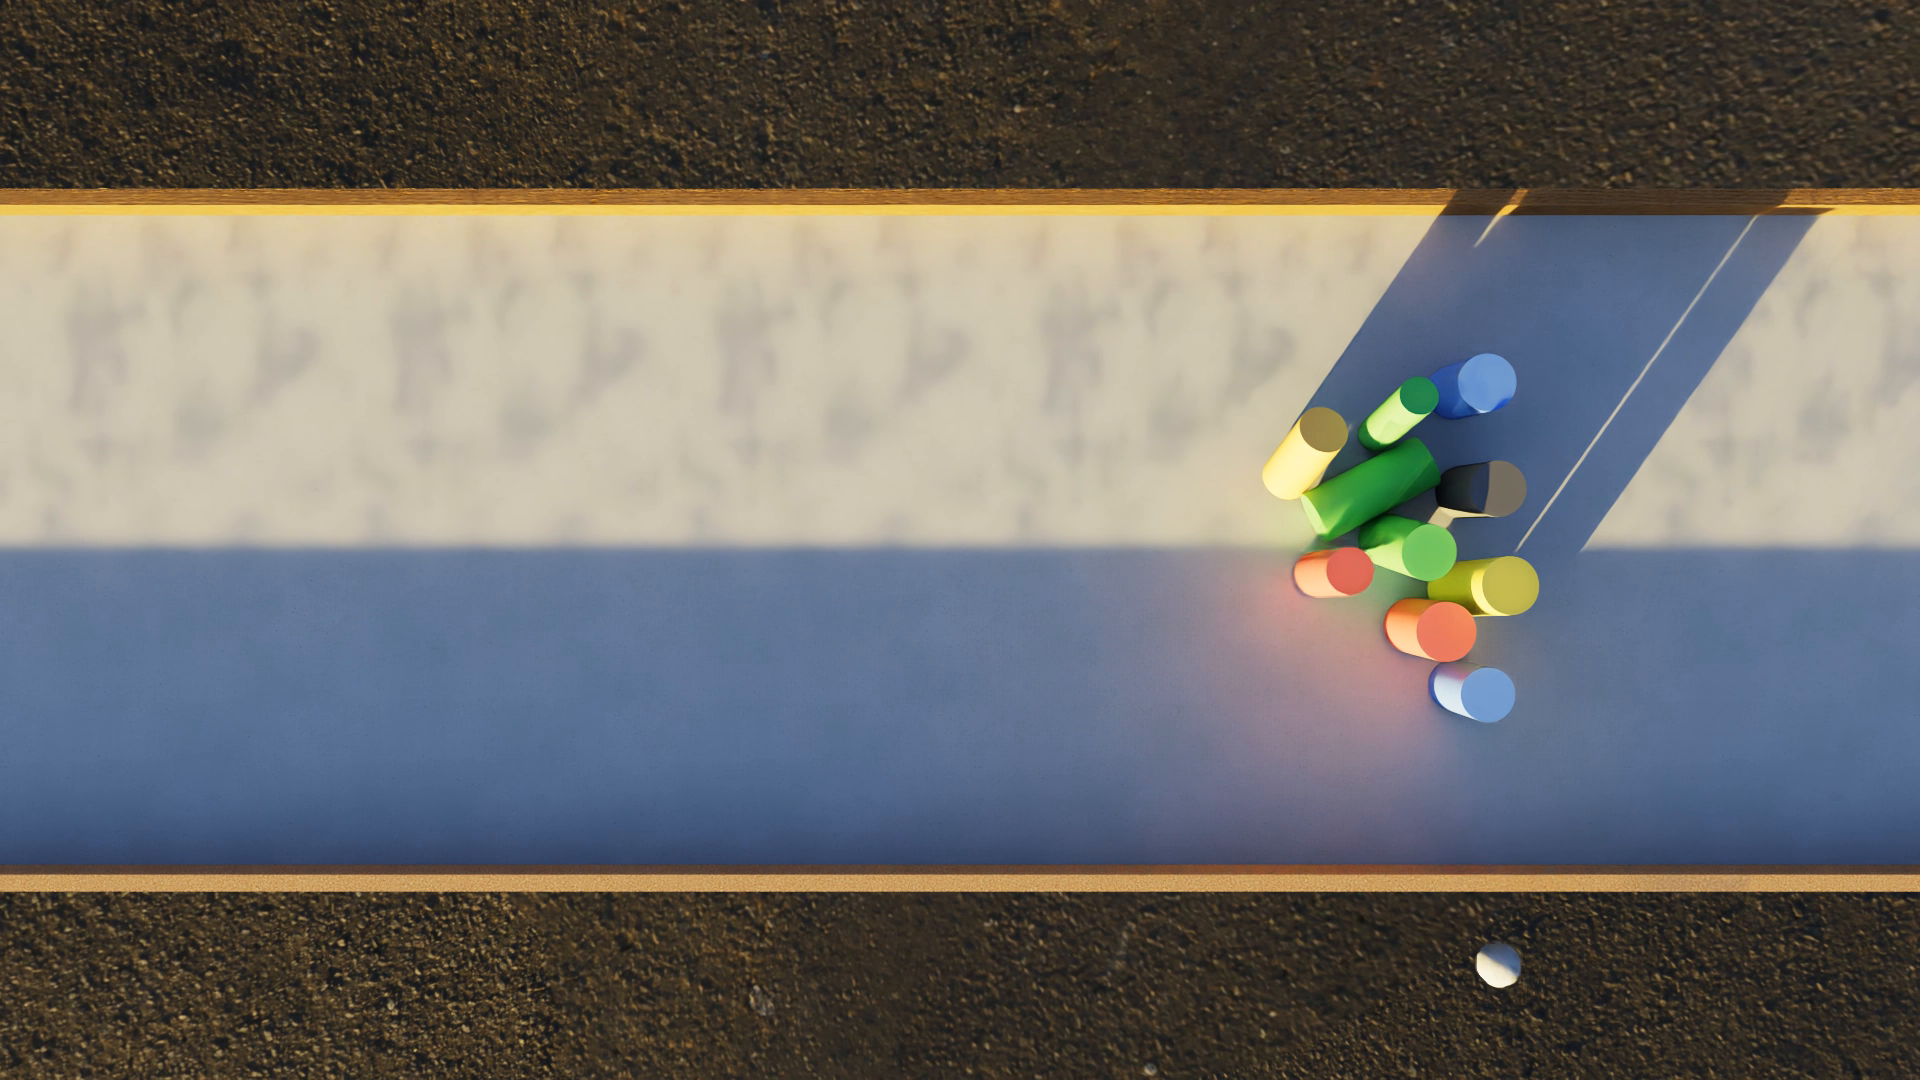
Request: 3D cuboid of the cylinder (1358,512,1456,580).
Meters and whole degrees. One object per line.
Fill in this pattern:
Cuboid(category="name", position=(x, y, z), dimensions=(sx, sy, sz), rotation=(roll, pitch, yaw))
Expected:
Cuboid(category="cylinder", position=(1.319, 0.017, 4.882), dimensions=(0.163, 0.369, 0.163), rotation=(-1, 96, -6))

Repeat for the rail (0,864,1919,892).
Cuboid(category="rail", position=(-2.247, 1.025, 5.001), dimensions=(12.000, 0.150, 0.050), rotation=(0, 90, 0))

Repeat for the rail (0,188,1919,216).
Cuboid(category="rail", position=(-2.247, -1.025, 5.002), dimensions=(12.000, 0.150, 0.050), rotation=(0, 90, 0))

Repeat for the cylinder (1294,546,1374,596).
Cuboid(category="cylinder", position=(1.101, 0.096, 4.877), dimensions=(0.137, 0.391, 0.137), rotation=(0, 87, -2))

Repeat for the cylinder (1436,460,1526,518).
Cuboid(category="cylinder", position=(1.543, -0.147, 4.901), dimensions=(0.163, 0.350, 0.163), rotation=(0, 90, 0))

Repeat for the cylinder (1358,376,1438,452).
Cuboid(category="cylinder", position=(1.282, -0.364, 4.843), dimensions=(0.111, 0.455, 0.111), rotation=(0, 80, -1))

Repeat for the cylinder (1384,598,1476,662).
Cuboid(category="cylinder", position=(1.389, 0.263, 4.893), dimensions=(0.172, 0.366, 0.172), rotation=(0, 90, 0))

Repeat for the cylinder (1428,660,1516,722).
Cuboid(category="cylinder", position=(1.520, 0.446, 4.911), dimensions=(0.158, 0.330, 0.158), rotation=(0, 90, 0))

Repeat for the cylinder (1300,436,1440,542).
Cuboid(category="cylinder", position=(1.242, -0.153, 4.994), dimensions=(0.380, 0.165, 0.165), rotation=(-27, 90, 0))

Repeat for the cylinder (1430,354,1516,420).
Cuboid(category="cylinder", position=(1.518, -0.453, 4.911), dimensions=(0.167, 0.331, 0.167), rotation=(0, 90, 0))

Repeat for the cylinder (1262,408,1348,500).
Cuboid(category="cylinder", position=(1.021, -0.254, 4.895), dimensions=(0.147, 0.333, 0.147), rotation=(3, 67, -8))

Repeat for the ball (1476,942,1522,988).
Cuboid(category="ball", position=(2.916, 2.298, 8.928), dimensions=(0.236, 0.236, 0.236), rotation=(0, 90, 0))

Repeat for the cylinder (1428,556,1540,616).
Cuboid(category="cylinder", position=(1.535, 0.140, 4.859), dimensions=(0.167, 0.421, 0.167), rotation=(0, 87, -5))
